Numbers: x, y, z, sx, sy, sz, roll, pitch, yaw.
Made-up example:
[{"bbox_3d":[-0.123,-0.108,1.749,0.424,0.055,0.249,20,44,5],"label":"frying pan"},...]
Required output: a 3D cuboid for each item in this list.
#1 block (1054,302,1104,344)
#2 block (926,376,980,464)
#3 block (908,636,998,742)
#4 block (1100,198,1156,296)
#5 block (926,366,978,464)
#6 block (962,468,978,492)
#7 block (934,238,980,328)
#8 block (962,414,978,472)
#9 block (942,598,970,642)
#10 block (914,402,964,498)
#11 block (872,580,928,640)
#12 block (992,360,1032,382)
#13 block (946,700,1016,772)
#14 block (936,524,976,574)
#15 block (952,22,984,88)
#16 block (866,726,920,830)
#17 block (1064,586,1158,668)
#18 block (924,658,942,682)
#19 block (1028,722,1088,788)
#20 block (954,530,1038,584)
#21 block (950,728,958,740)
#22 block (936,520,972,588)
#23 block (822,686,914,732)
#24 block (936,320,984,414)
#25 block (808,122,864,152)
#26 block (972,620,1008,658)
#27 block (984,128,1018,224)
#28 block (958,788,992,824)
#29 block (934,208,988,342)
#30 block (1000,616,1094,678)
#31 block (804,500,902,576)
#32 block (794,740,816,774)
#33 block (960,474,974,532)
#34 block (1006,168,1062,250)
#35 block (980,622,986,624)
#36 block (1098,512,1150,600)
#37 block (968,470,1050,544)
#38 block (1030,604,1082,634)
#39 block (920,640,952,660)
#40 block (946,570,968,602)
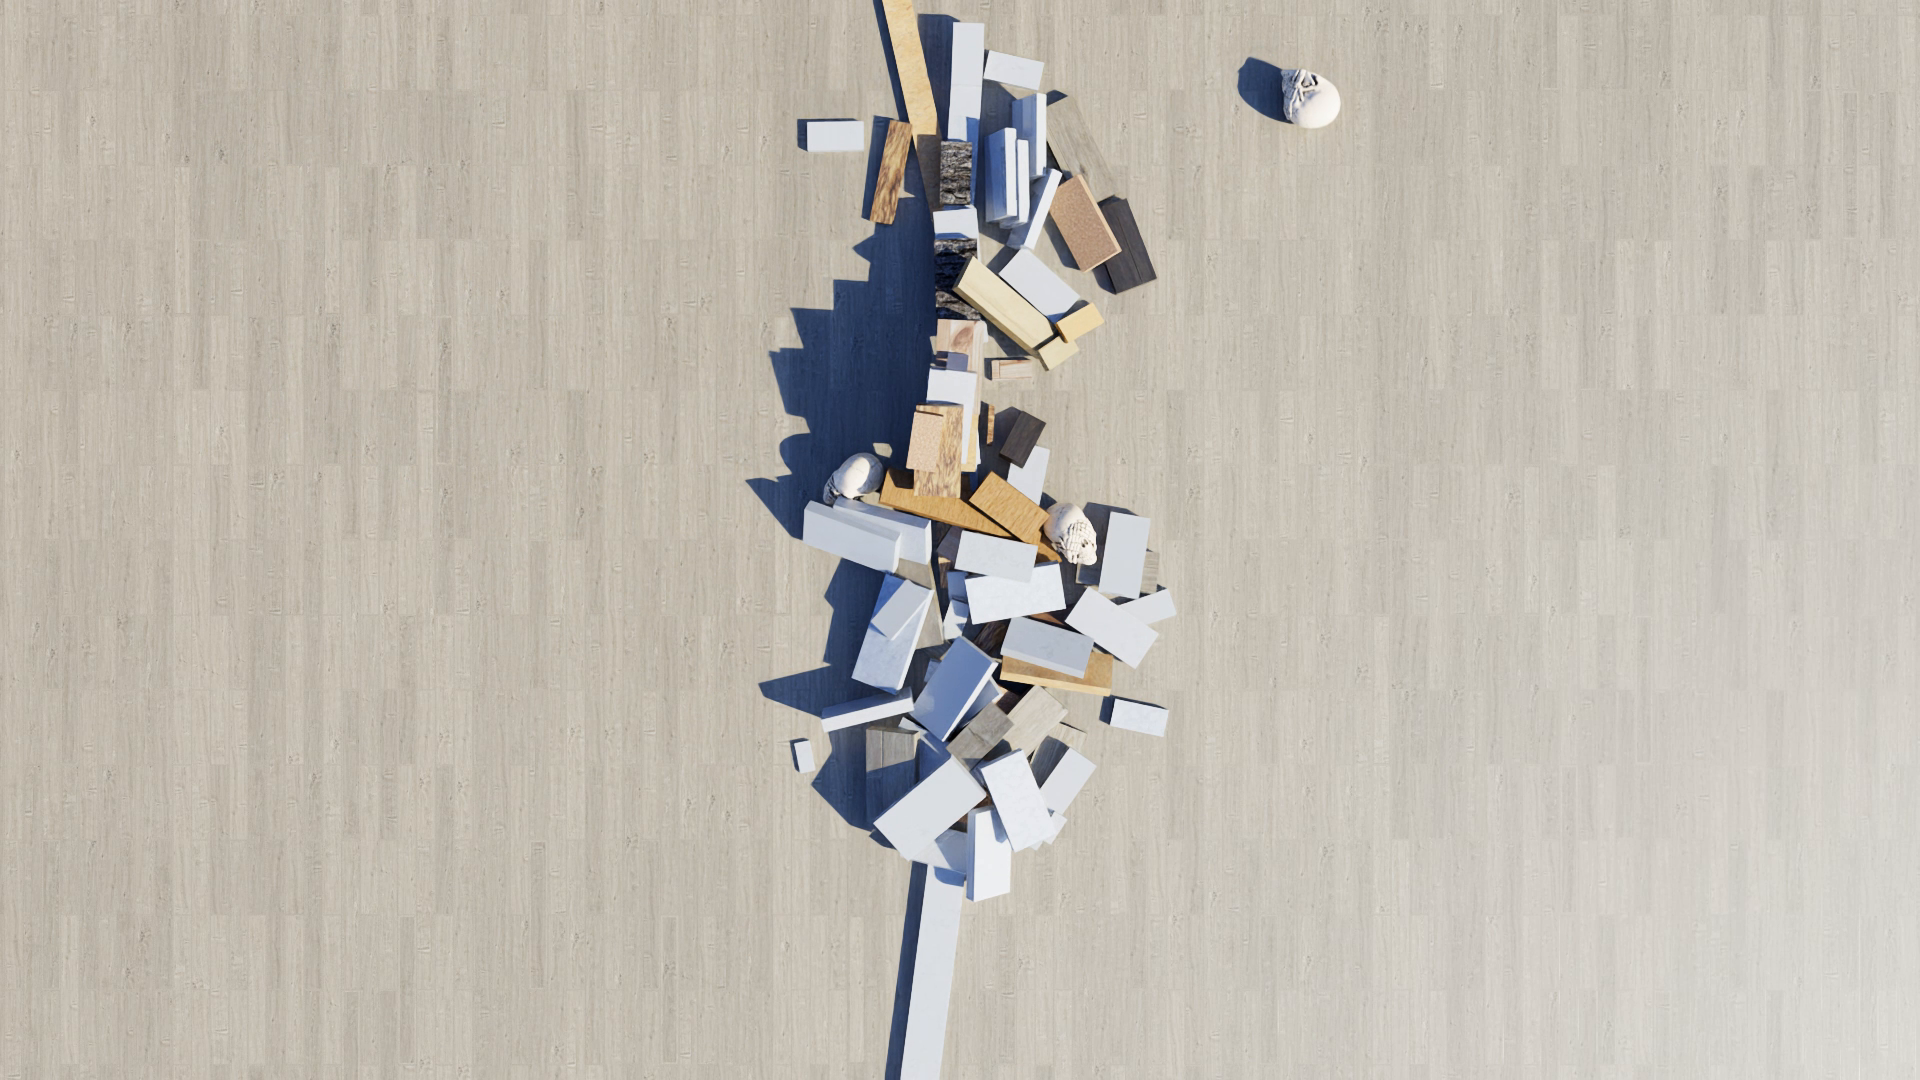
[{"bbox_3d":[0.396,-0.718,5.464,0.152,0.022,0.076,-31,90,-20],"label":"block"},{"bbox_3d":[-0.020,-0.395,5.421,0.151,0.043,0.302,-5,110,0],"label":"block"},{"bbox_3d":[-0.023,0.486,5.396,0.155,0.044,0.310,37,101,26],"label":"block"},{"bbox_3d":[0.536,-0.974,5.480,0.142,0.040,0.284,-21,90,0],"label":"block"},{"bbox_3d":[-0.036,-0.398,5.249,0.148,0.042,0.296,7,109,0],"label":"block"},{"bbox_3d":[-0.021,-0.255,5.427,0.151,0.043,0.302,-4,110,0],"label":"block"},{"bbox_3d":[-0.010,-0.837,5.370,0.141,0.040,0.283,-2,84,0],"label":"block"},{"bbox_3d":[-0.018,-0.376,5.334,0.151,0.043,0.302,3,92,0],"label":"block"},{"bbox_3d":[-0.016,0.267,5.472,0.069,0.020,0.139,19,106,0],"label":"block"},{"bbox_3d":[-0.068,-0.285,5.245,0.148,0.042,0.296,3,109,1],"label":"block"},{"bbox_3d":[-0.197,0.228,5.374,0.092,0.026,0.184,43,100,13],"label":"block"},{"bbox_3d":[0.173,-0.565,5.491,0.132,0.019,0.066,-2,90,0],"label":"block"},{"bbox_3d":[0.068,0.638,5.364,0.108,0.031,0.216,45,94,13],"label":"block"},{"bbox_3d":[0.046,0.044,5.420,0.227,0.032,0.113,31,103,-8],"label":"block"},{"bbox_3d":[0.026,-1.597,5.431,0.101,0.029,0.202,2,90,0],"label":"block"},{"bbox_3d":[-0.220,0.788,5.417,0.169,0.048,0.338,4,100,19],"label":"block"},{"bbox_3d":[0.500,0.289,5.451,0.281,0.040,0.140,34,89,-1],"label":"block"},{"bbox_3d":[-0.033,0.451,5.468,0.157,0.022,0.078,15,111,-1],"label":"block"},{"bbox_3d":[0.304,0.752,5.479,0.145,0.041,0.290,21,90,0],"label":"block"},{"bbox_3d":[0.118,0.057,5.357,0.250,0.035,0.125,12,86,2],"label":"block"},{"bbox_3d":[-0.033,0.556,5.432,0.090,0.026,0.181,23,94,28],"label":"block"},{"bbox_3d":[-0.015,0.042,5.453,0.113,0.032,0.227,-4,106,0],"label":"block"},{"bbox_3d":[-0.302,0.556,5.422,0.301,0.150,0.043,-14,99,0],"label":"block"},{"bbox_3d":[-0.003,-0.553,5.284,0.148,0.042,0.296,3,92,0],"label":"block"},{"bbox_3d":[-0.413,-1.342,5.487,0.186,0.026,0.093,-1,90,0],"label":"block"},{"bbox_3d":[0.091,0.338,5.476,0.078,0.022,0.157,36,94,-12],"label":"block"},{"bbox_3d":[0.134,-1.198,5.428,0.040,0.141,0.283,-1,90,-28],"label":"block"},{"bbox_3d":[-0.024,0.855,5.455,0.253,0.036,0.126,14,90,13],"label":"block"},{"bbox_3d":[0.002,-0.863,5.425,0.141,0.040,0.438,-5,90,0],"label":"block"},{"bbox_3d":[0.287,0.348,5.404,0.281,0.040,0.140,16,52,6],"label":"block"},{"bbox_3d":[-0.355,-0.007,5.397,0.323,0.162,0.046,20,48,10],"label":"block"},{"bbox_3d":[-0.516,0.721,5.493,0.050,0.014,0.101,-11,90,0],"label":"block"},{"bbox_3d":[-0.013,-0.101,5.444,0.113,0.032,0.227,-7,110,1],"label":"block"},{"bbox_3d":[0.243,-1.088,5.432,0.038,0.133,0.265,21,90,-27],"label":"block"},{"bbox_3d":[0.071,0.209,5.473,0.069,0.020,0.139,-6,104,0],"label":"block"},{"bbox_3d":[0.541,0.051,5.439,0.134,0.038,0.267,10,78,1],"label":"block"},{"bbox_3d":[0.159,-0.107,5.340,0.239,0.034,0.119,37,98,-10],"label":"block"},{"bbox_3d":[0.344,0.271,5.485,0.213,0.030,0.107,-9,90,0],"label":"block"},{"bbox_3d":[-0.064,0.366,5.478,0.157,0.022,0.078,39,106,0],"label":"block"},{"bbox_3d":[-0.004,0.164,5.462,0.069,0.020,0.139,-4,115,0],"label":"block"}]
